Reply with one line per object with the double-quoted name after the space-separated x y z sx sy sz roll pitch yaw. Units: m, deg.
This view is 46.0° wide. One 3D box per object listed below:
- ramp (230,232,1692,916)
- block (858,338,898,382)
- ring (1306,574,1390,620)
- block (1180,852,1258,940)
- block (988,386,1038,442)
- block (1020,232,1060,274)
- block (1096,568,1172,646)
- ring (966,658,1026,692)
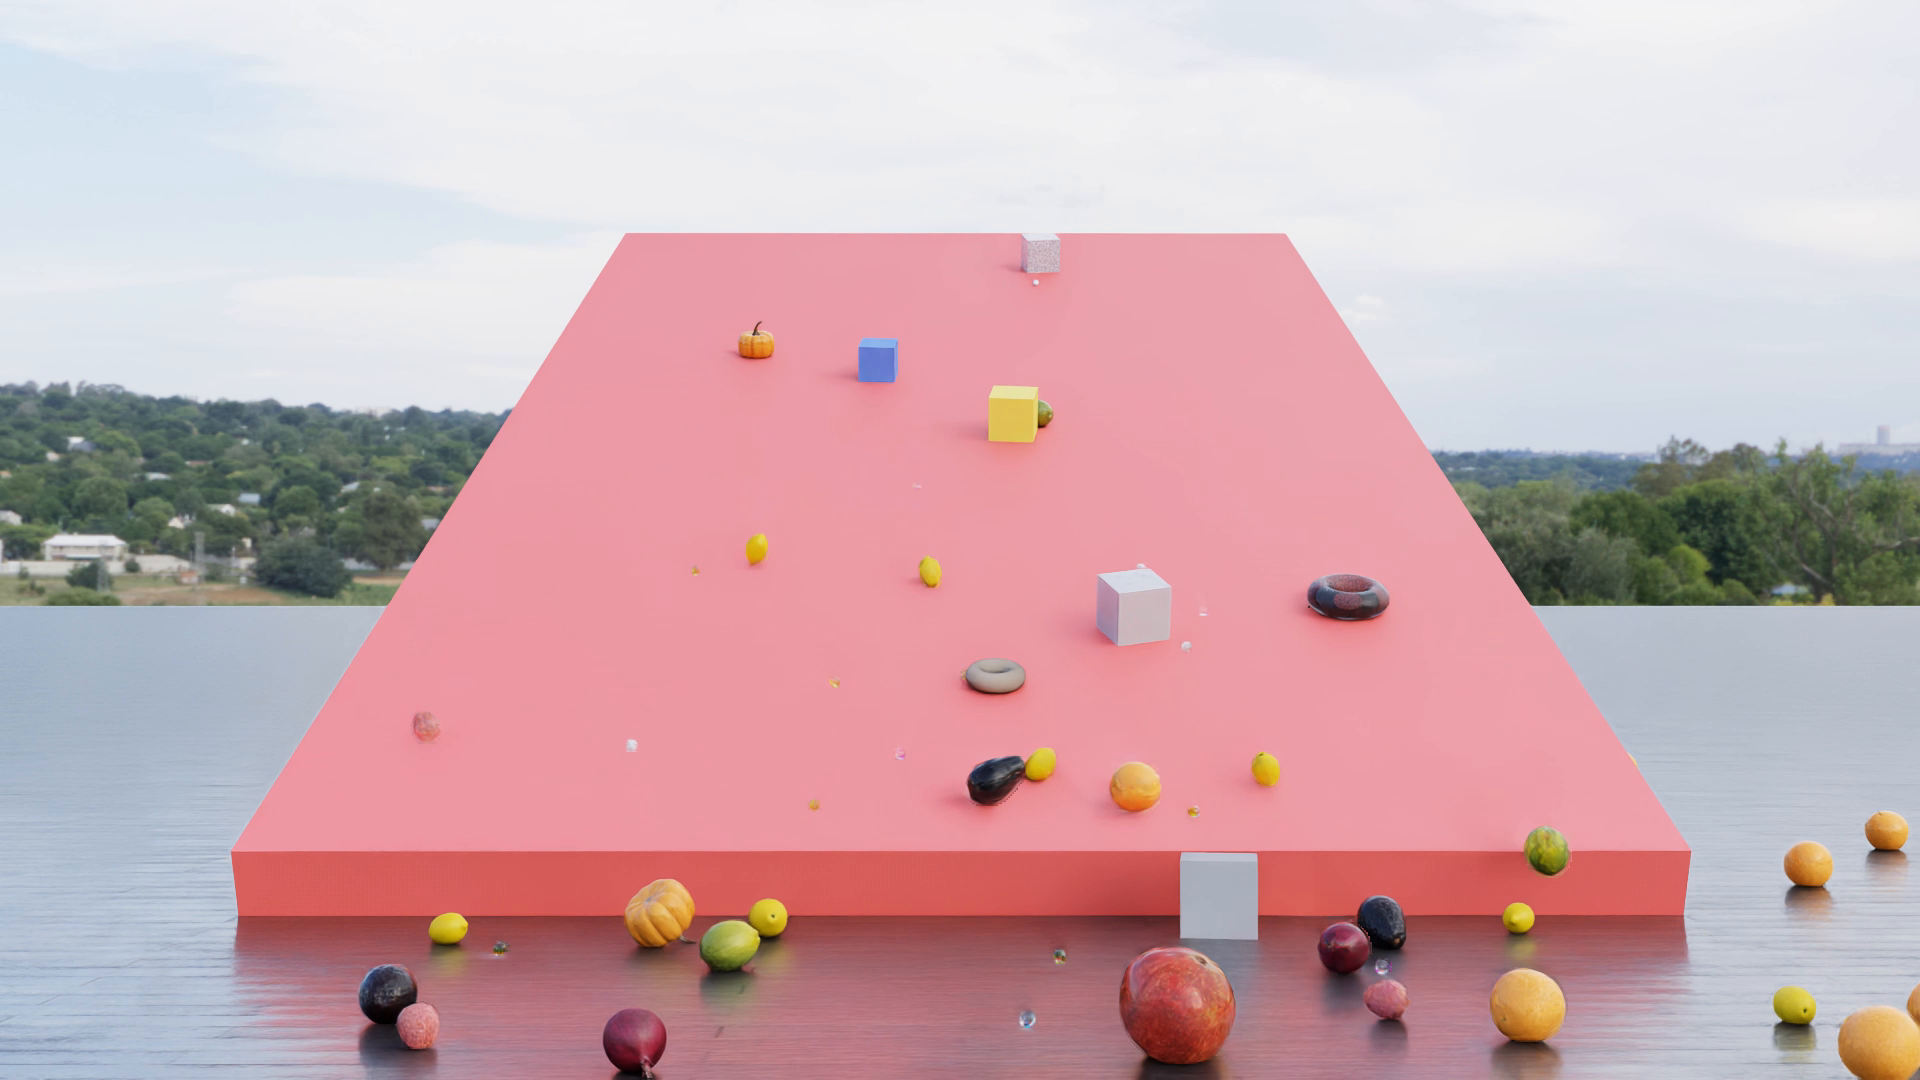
-0.005 -0.205 4.998 2.000 0.100 4.000 0 20 0 "ramp"
-0.192 -0.424 5.331 0.084 0.084 0.084 2 20 4 "block"
0.676 0.099 3.942 0.143 0.048 0.143 1 19 0 "ring"
0.340 0.466 2.969 0.100 0.100 0.100 0 -2 7 "block"
0.116 -0.273 4.896 0.097 0.097 0.097 3 20 7 "block"
0.227 -0.811 6.396 0.093 0.093 0.093 -3 20 -9 "block"
0.293 0.113 3.829 0.095 0.095 0.095 -7 21 -18 "block"
0.057 0.218 3.631 0.097 0.032 0.097 1 19 0 "ring"
